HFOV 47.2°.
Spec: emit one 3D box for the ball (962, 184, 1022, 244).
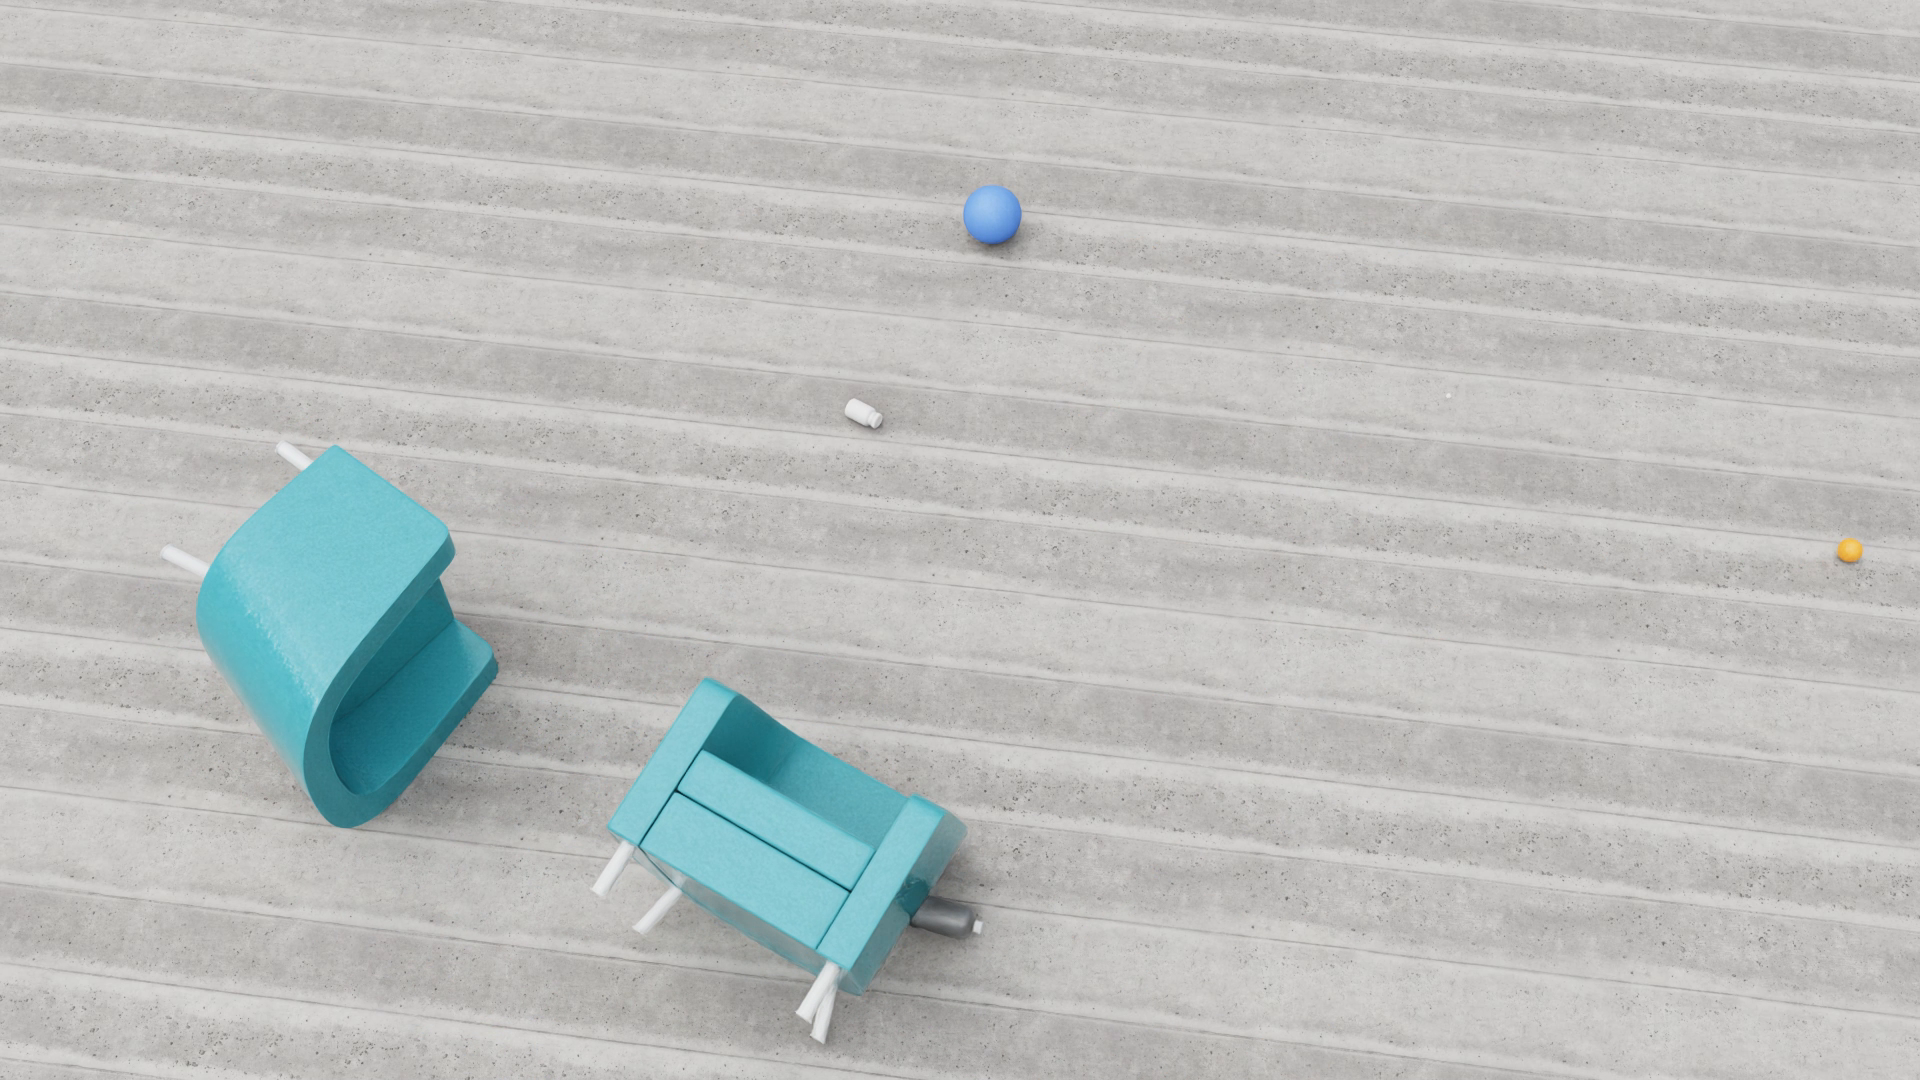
[{"bbox_3d":[0.105,-1.062,7.171,0.192,0.192,0.192,0,56,0],"label":"ball"}]
